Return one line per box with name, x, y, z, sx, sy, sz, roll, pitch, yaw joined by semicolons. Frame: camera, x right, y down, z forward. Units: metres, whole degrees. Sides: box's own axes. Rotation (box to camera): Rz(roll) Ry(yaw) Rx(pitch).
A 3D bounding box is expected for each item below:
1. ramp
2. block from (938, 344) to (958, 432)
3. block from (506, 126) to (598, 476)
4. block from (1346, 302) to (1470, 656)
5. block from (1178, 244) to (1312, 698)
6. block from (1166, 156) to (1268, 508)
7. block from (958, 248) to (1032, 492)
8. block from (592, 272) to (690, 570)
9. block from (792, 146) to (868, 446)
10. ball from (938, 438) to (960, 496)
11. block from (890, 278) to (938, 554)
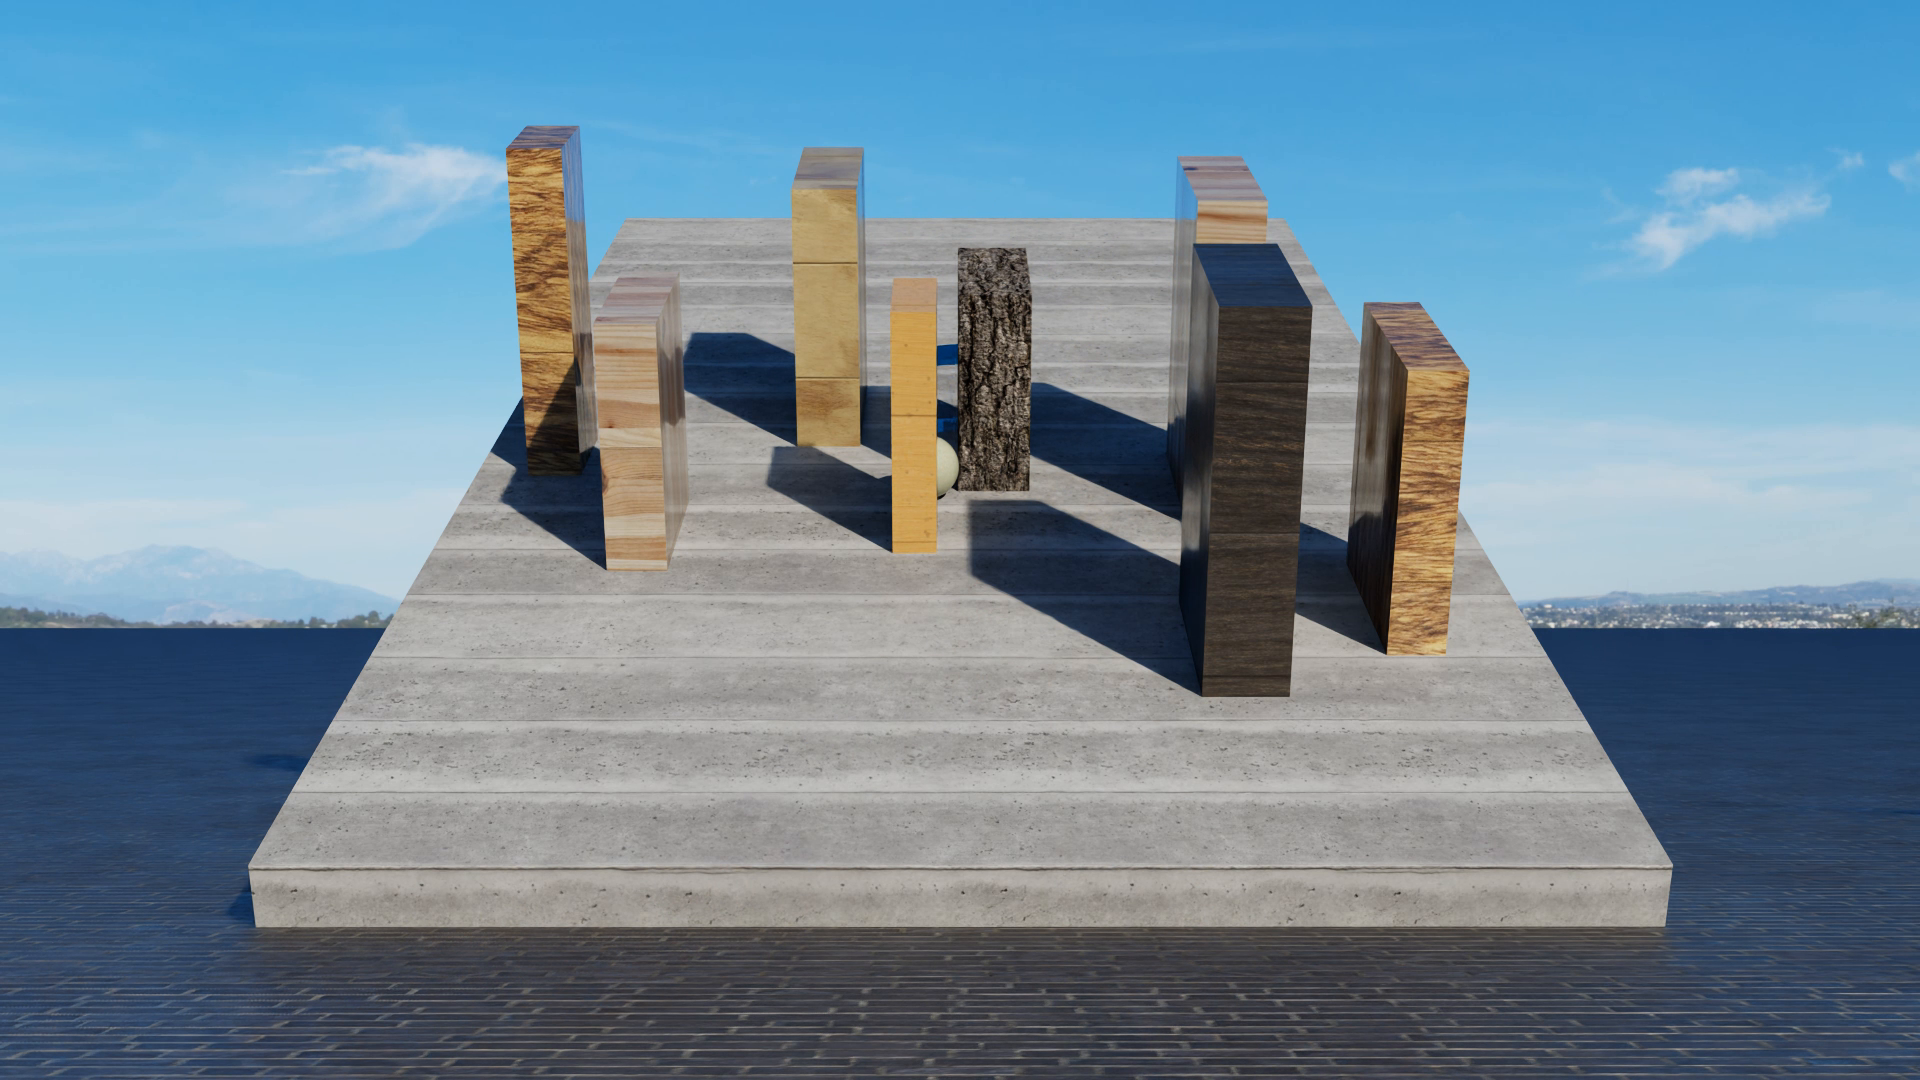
ramp;-0.006;-0.215;5.088;2.000;0.100;4.000;0;21;0
block;-0.035;-0.337;5.053;0.152;0.152;0.152;-6;22;-15
block;-0.840;-0.495;4.724;0.109;0.681;0.242;0;21;0
block;0.776;-0.116;3.991;0.100;0.504;0.427;0;21;0
block;0.466;-0.123;3.796;0.143;0.657;0.406;0;21;0
block;0.507;-0.406;4.556;0.131;0.641;0.418;0;21;0
block;0.068;-0.361;4.758;0.145;0.411;0.393;0;21;0
block;-0.600;-0.232;4.330;0.112;0.473;0.380;0;21;0
block;-0.282;-0.541;5.016;0.135;0.560;0.441;0;21;0
ball;-0.066;-0.147;4.592;0.129;0.129;0.129;0;-2;0
block;-0.086;-0.239;4.355;0.084;0.471;0.248;0;21;0
